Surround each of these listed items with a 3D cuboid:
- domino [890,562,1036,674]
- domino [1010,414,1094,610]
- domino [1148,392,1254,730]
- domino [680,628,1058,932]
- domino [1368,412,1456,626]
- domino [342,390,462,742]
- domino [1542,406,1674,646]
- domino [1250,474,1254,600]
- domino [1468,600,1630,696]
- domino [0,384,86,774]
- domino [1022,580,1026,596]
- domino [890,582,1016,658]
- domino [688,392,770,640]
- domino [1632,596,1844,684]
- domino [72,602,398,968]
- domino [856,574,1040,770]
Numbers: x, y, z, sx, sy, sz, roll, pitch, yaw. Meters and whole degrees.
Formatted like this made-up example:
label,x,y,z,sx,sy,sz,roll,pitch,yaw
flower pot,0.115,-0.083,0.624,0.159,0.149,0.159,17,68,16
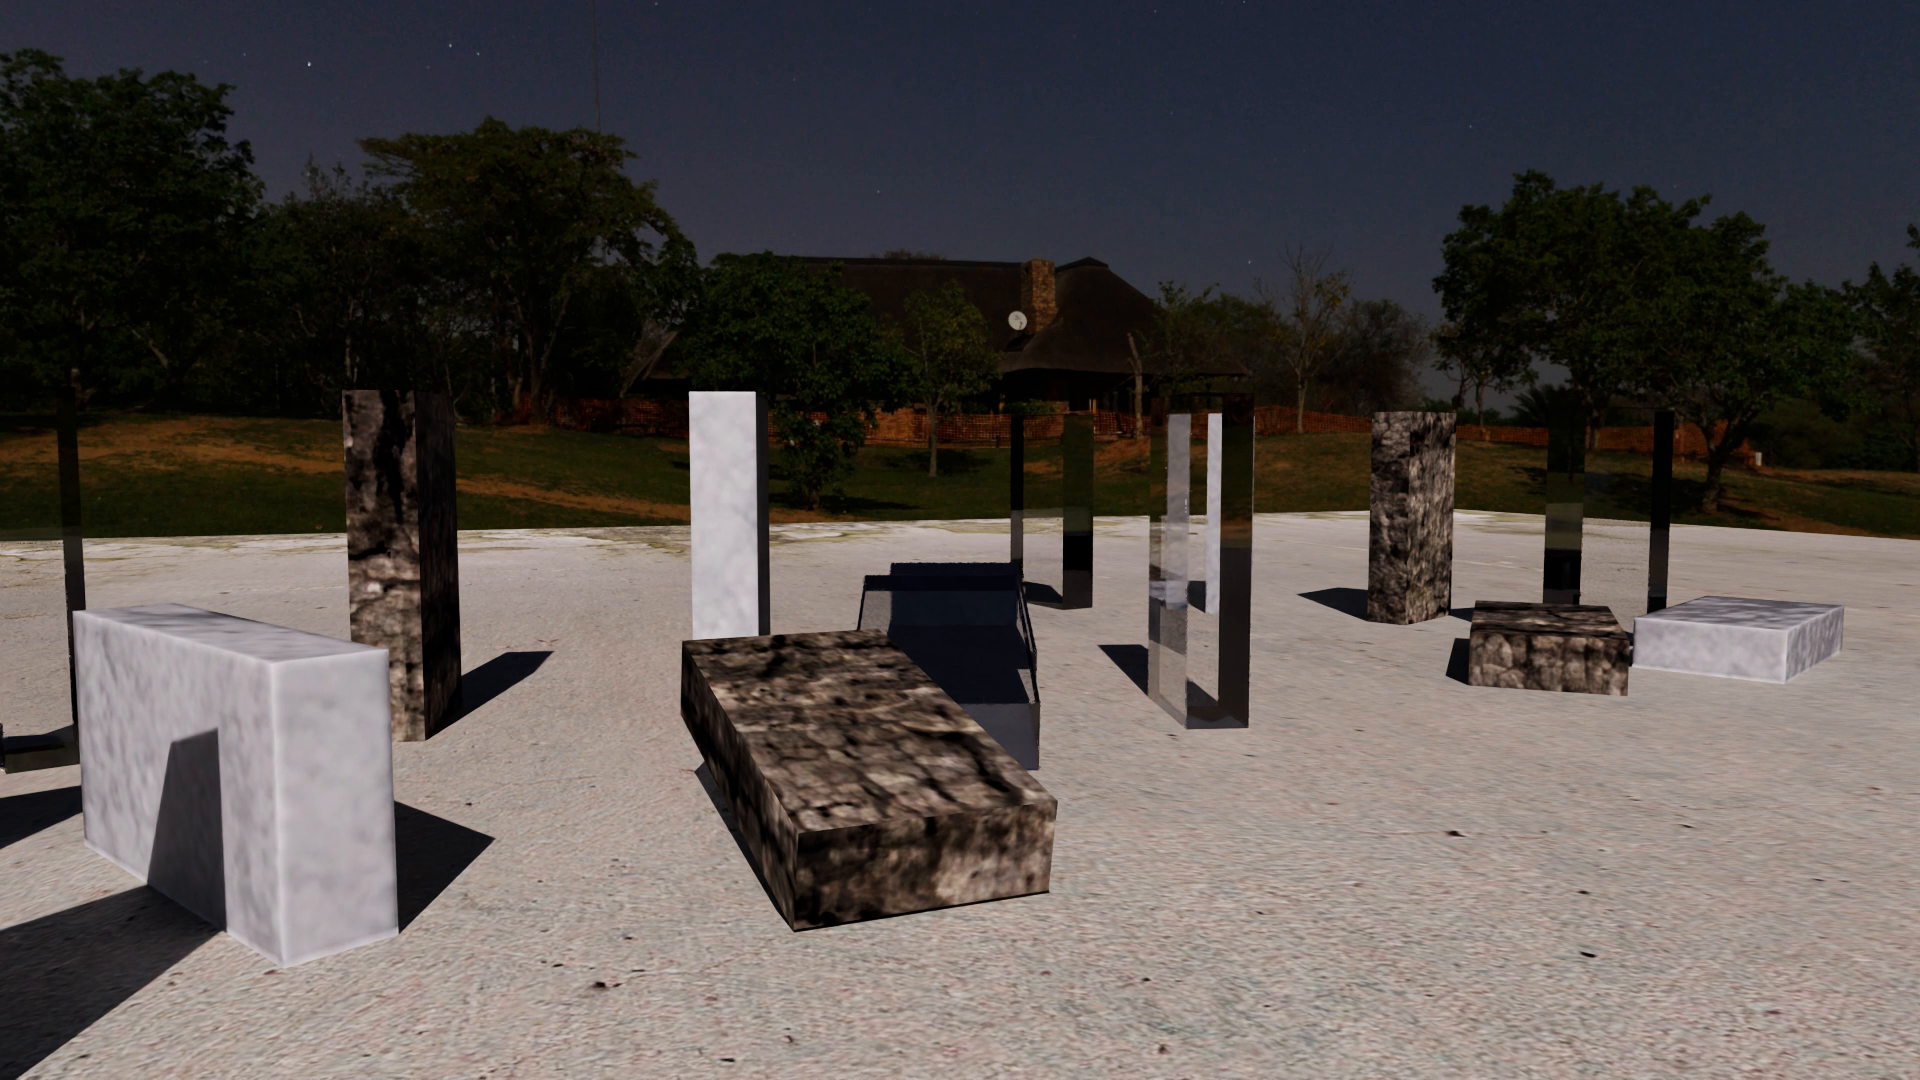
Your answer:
label,x,y,z,sx,sy,sz,roll,pitch,yaw
domino,-0.001,0.016,0.231,0.025,0.009,0.050,0,16,-1
domino,0.024,-0.008,0.340,0.009,0.050,0.025,-2,5,-30
domino,0.037,0.002,0.202,0.009,0.050,0.025,0,4,-5
domino,-0.012,0.023,0.138,0.025,0.009,0.050,-2,16,-23
domino,0.110,-0.006,0.311,0.009,0.050,0.025,4,6,44
domino,-0.083,0.003,0.193,0.009,0.050,0.025,-1,4,-10
domino,0.137,-0.003,0.272,0.025,0.050,0.009,-2,5,-22
domino,0.070,-0.008,0.339,0.009,0.050,0.025,2,5,24
domino,0.111,0.020,0.244,0.025,0.009,0.050,2,5,23
domino,-0.128,0.004,0.176,0.009,0.050,0.025,-4,6,-42
domino,0.001,0.013,0.332,0.025,0.009,0.050,0,4,-5
domino,-0.002,0.017,0.281,0.025,0.009,0.050,0,4,-1
domino,-0.035,0.003,0.199,0.009,0.050,0.025,0,4,-4
domino,0.155,0.019,0.254,0.025,0.009,0.050,4,6,44
domino,-0.071,0.021,0.123,0.050,0.025,0.009,4,6,40
domino,-0.003,0.018,0.190,0.025,0.009,0.050,0,18,-1
